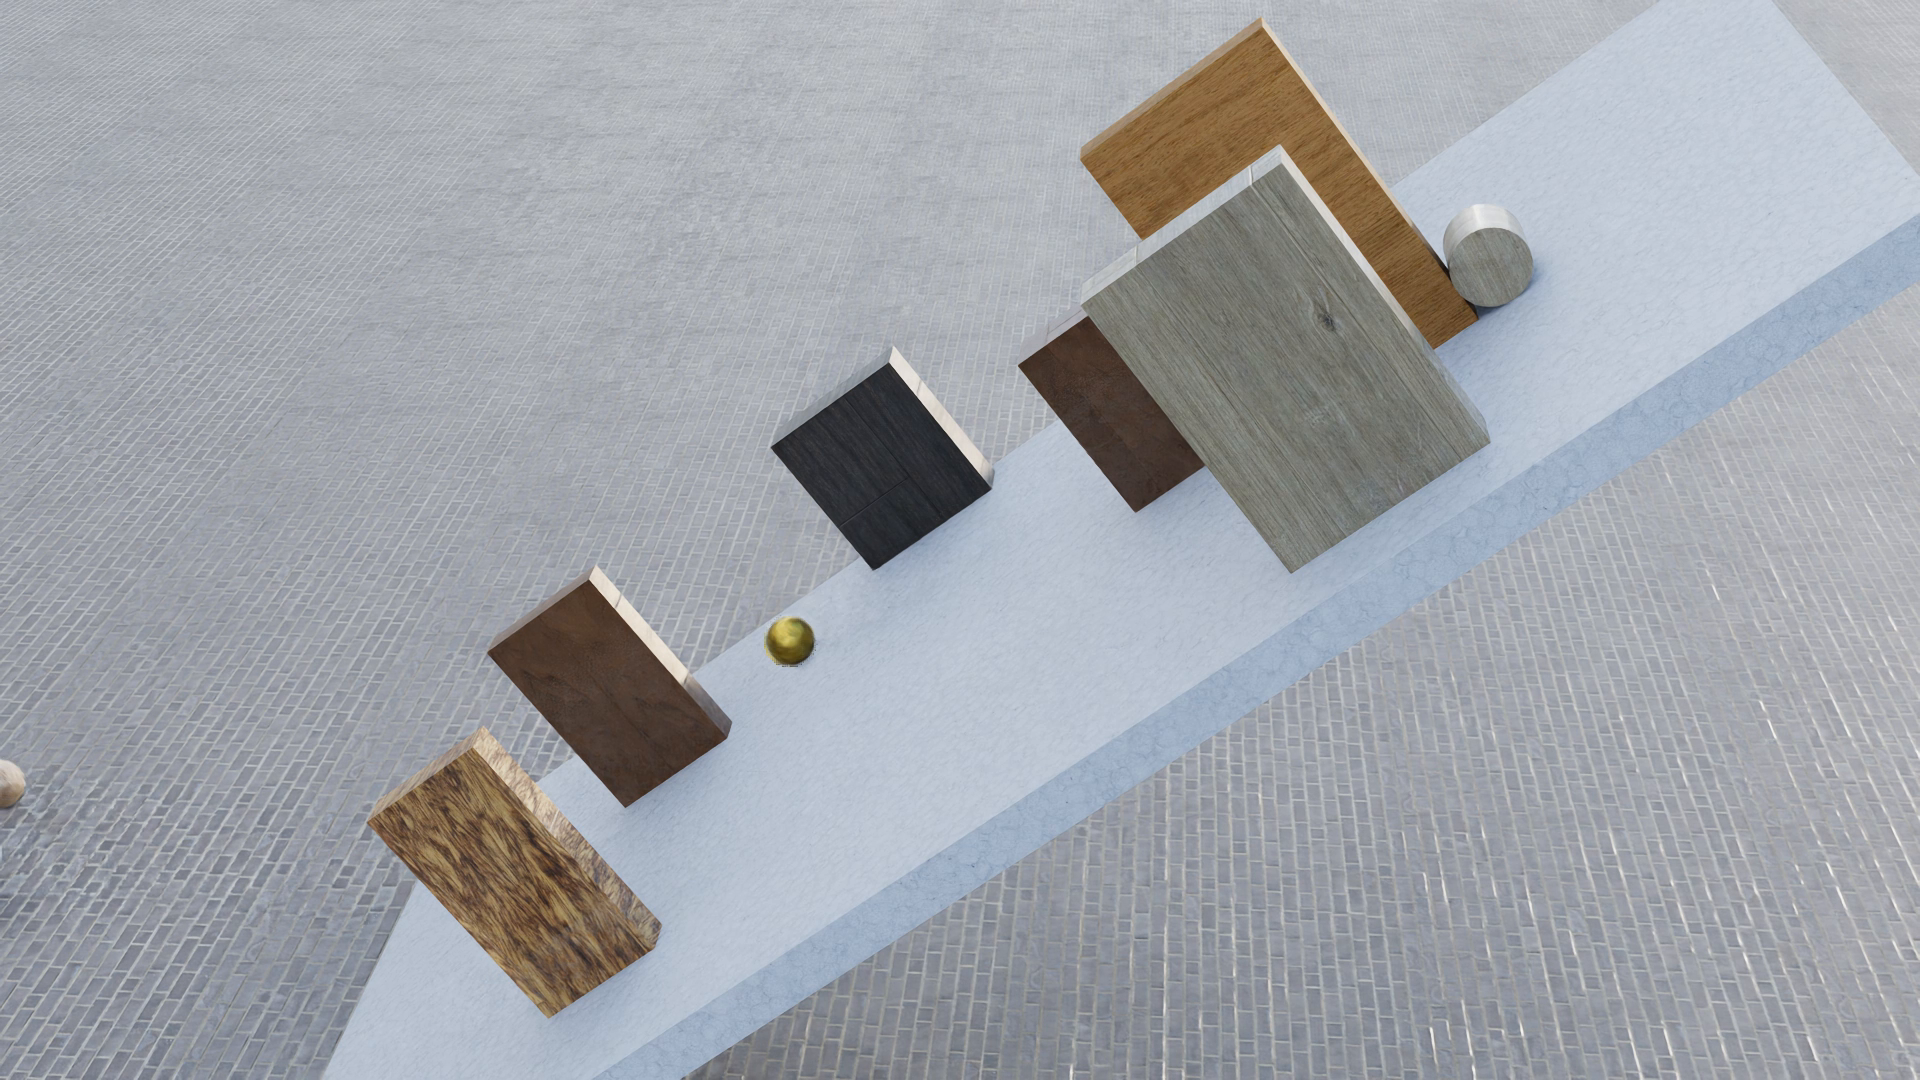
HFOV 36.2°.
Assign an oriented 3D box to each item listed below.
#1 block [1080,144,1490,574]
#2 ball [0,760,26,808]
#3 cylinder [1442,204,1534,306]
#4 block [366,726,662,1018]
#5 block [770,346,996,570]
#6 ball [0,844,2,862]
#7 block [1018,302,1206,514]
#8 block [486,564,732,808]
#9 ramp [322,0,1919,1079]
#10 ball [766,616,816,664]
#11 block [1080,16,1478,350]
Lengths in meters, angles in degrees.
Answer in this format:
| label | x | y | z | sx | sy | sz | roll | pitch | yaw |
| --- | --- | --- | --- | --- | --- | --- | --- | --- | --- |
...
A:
| label | x | y | z | sx | sy | sz | roll | pitch | yaw |
| --- | --- | --- | --- | --- | --- | --- | --- | --- | --- |
| block | 0.585 | -0.318 | 5.282 | 0.435 | 0.641 | 0.122 | -35 | 16 | 17 |
| ball | -2.684 | 0.682 | 8.217 | 0.138 | 0.138 | 0.138 | 0 | 23 | 0 |
| cylinder | 1.042 | -0.564 | 5.814 | 0.162 | 0.162 | 0.162 | 2 | 23 | 4 |
| block | -0.912 | 0.686 | 6.042 | 0.292 | 0.569 | 0.096 | -35 | 16 | 17 |
| block | -0.186 | -0.196 | 7.150 | 0.366 | 0.403 | 0.121 | -35 | 16 | 17 |
| ball | -2.637 | 0.834 | 7.786 | 0.193 | 0.193 | 0.193 | 0 | 23 | 0 |
| block | 0.405 | -0.344 | 6.193 | 0.391 | 0.412 | 0.142 | -35 | 16 | 17 |
| block | -0.820 | 0.347 | 6.902 | 0.317 | 0.503 | 0.086 | -35 | 16 | 17 |
| ramp | 0.127 | 0.180 | 6.326 | 4.000 | 0.100 | 2.000 | -35 | 16 | 17 |
| ball | -0.401 | 0.238 | 6.971 | 0.116 | 0.116 | 0.116 | 0 | 23 | 0 |
| block | 0.631 | -0.605 | 5.808 | 0.436 | 0.730 | 0.088 | -35 | 16 | 17 |
